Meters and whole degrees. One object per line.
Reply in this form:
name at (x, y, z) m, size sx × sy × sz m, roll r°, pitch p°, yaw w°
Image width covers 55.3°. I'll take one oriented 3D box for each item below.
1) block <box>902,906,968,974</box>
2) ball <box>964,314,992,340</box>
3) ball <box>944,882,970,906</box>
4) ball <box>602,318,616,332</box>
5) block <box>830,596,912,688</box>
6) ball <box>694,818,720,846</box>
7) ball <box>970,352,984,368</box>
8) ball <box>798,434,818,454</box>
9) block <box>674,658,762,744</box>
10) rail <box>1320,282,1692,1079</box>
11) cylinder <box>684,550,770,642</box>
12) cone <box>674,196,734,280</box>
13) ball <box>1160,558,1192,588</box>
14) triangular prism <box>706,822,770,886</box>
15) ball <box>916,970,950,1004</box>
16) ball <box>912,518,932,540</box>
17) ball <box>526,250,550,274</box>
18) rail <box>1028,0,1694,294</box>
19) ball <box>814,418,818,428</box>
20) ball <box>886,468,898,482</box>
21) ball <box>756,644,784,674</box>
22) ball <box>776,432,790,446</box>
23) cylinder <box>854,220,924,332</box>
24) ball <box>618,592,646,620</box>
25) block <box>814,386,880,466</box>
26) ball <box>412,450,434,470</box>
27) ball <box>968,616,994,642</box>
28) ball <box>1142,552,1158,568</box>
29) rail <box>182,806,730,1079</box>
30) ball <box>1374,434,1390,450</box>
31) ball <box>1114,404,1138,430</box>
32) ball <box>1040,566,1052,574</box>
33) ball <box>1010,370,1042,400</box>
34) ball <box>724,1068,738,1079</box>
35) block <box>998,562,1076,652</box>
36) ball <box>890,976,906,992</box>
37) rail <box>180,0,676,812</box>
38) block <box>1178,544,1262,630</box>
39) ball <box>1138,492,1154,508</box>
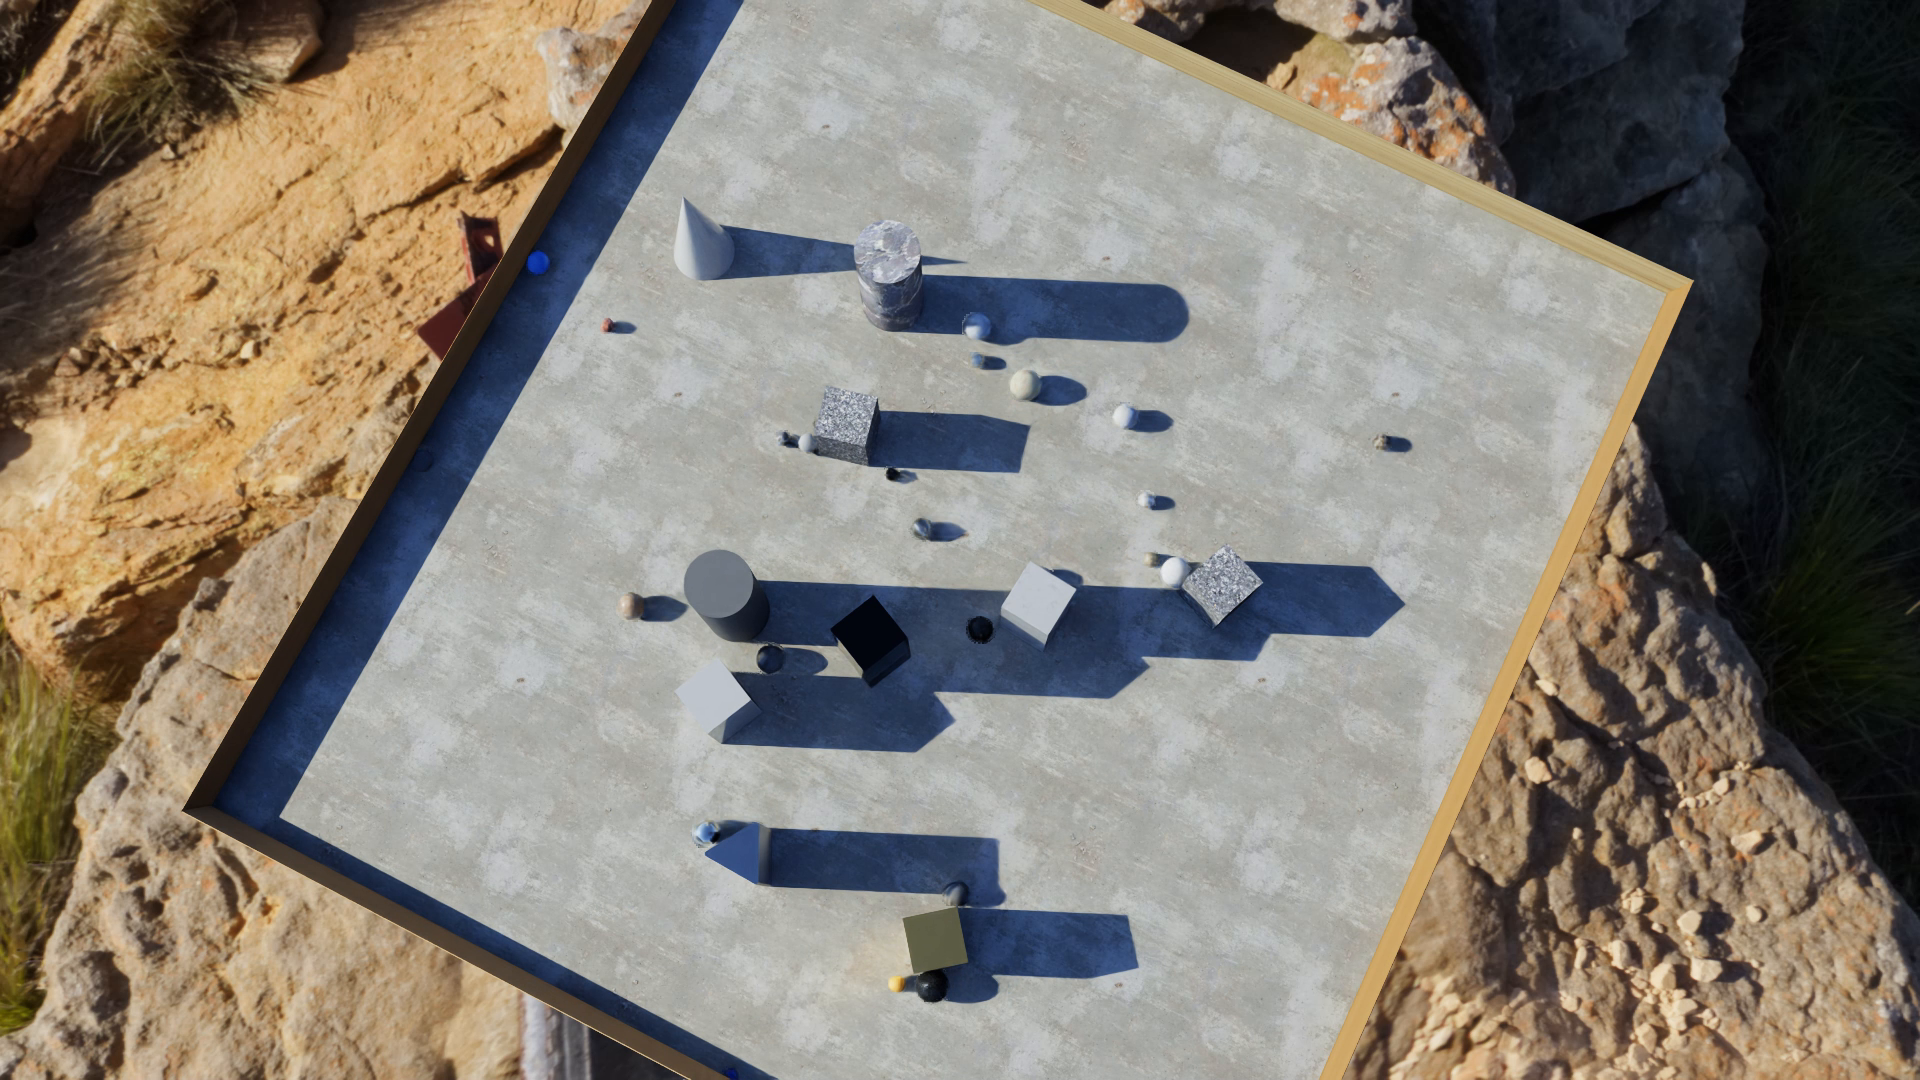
block at (-0.069, 1.143, 5.243) m, size 0.156 × 0.269 × 0.156 m, roll -11°, pitch 79°, yaw -2°
ball at (0.056, -0.664, 5.711) m, size 0.084 × 0.084 × 0.084 m, roll 0°, pitch 78°, yaw 0°
ball at (-0.009, 1.036, 5.364) m, size 0.075 × 0.075 × 0.075 m, roll 0°, pitch 78°, yaw 0°
ball at (-1.101, -0.671, 5.733) m, size 0.043 × 0.043 × 0.043 m, roll 0°, pitch 78°, yaw 0°
block at (-0.257, 0.302, 5.356) m, size 0.156 × 0.387 × 0.156 m, roll -38°, pitch 81°, yaw -7°
ball at (-0.745, 0.862, 5.397) m, size 0.081 × 0.081 × 0.081 m, roll 0°, pitch 78°, yaw 0°
ball at (0.054, -0.559, 5.708) m, size 0.048 × 0.048 × 0.048 m, roll 0°, pitch 78°, yaw 0°
ball at (-0.469, -0.297, 5.647) m, size 0.060 × 0.060 × 0.060 m, roll 0°, pitch 78°, yaw 0°
block at (-0.703, 0.473, 5.359) m, size 0.156 × 0.312 × 0.156 m, roll -38°, pitch 81°, yaw -7°
rail at (1.466, 0.725, 5.401) m, size 0.045 × 0.127 × 3.477 m, roll 26°, pitch 80°, yaw 5°
cylinder at (-0.675, 0.168, 5.347) m, size 0.195 × 0.459 × 0.195 m, roll 0°, pitch 78°, yaw 0°
cone at (-0.810, -0.960, 5.583) m, size 0.195 × 0.455 × 0.195 m, roll 0°, pitch 78°, yaw 0°
ball at (0.654, 0.098, 5.550) m, size 0.091 × 0.091 × 0.091 m, roll 0°, pitch 78°, yaw 0°
triangular prism at (-0.598, 0.882, 5.250) m, size 0.169 × 0.361 × 0.146 m, roll 29°, pitch 80°, yaw 6°
ball at (-0.078, 1.290, 5.300) m, size 0.097 × 0.097 × 0.097 m, roll 0°, pitch 78°, yaw 0°
ball at (-0.116, -0.035, 5.590) m, size 0.066 × 0.066 × 0.066 m, roll 0°, pitch 78°, yaw 0°
ball at (-1.325, -0.872, 5.760) m, size 0.073 × 0.073 × 0.073 m, roll 0°, pitch 78°, yaw 0°
rail at (0.767, -1.495, 5.860) m, size 3.326 × 0.127 × 0.045 m, roll 26°, pitch 80°, yaw 5°
ball at (-0.433, -0.359, 5.669) m, size 0.043 × 0.043 × 0.043 m, roll 0°, pitch 78°, yaw 0°
ball at (-0.209, -0.201, 5.637) m, size 0.041 × 0.041 × 0.041 m, roll 0°, pitch 78°, yaw 0°
ball at (-0.569, 0.357, 5.499) m, size 0.086 × 0.086 × 0.086 m, roll 0°, pitch 78°, yaw 0°
ball at (-0.548, -0.311, 5.658) m, size 0.045 × 0.045 × 0.045 m, roll 0°, pitch 78°, yaw 0°
cylinder at (-0.211, -0.794, 5.552) m, size 0.195 × 0.448 × 0.195 m, roll 0°, pitch 78°, yaw 0°
ball at (-0.992, 0.200, 5.533) m, size 0.082 × 0.082 × 0.082 m, roll 0°, pitch 78°, yaw 0°
block at (-0.339, -0.343, 5.560) m, size 0.156 × 0.249 × 0.156 m, roll 13°, pitch 79°, yaw 3°
ball at (-1.652, -0.246, 5.634) m, size 0.066 × 0.066 × 0.066 m, roll 0°, pitch 78°, yaw 0°
ball at (0.063, 0.269, 5.522) m, size 0.076 × 0.076 × 0.076 m, roll 0°, pitch 78°, yaw 0°
ball at (0.580, 0.059, 5.581) m, size 0.047 × 0.047 × 0.047 m, roll 0°, pitch 78°, yaw 0°
rail at (-0.767, 1.509, 5.239) m, size 3.326 × 0.127 × 0.045 m, roll 26°, pitch 80°, yaw 5°
ball at (1.301, -0.302, 5.652) m, size 0.052 × 0.052 × 0.052 m, roll 0°, pitch 78°, yaw 0°
ball at (0.511, -0.380, 5.656) m, size 0.077 × 0.077 × 0.077 m, roll 0°, pitch 78°, yaw 0°
ball at (0.250, 0.115, 5.559) m, size 0.067 × 0.067 × 0.067 m, roll 0°, pitch 78°, yaw 0°
ball at (0.204, -0.479, 5.666) m, size 0.098 × 0.098 × 0.098 m, roll 0°, pitch 78°, yaw 0°
ball at (-0.660, 1.544, 5.274) m, size 0.045 × 0.045 × 0.045 m, roll 0°, pitch 78°, yaw 0°
block at (0.226, 0.200, 5.400) m, size 0.156 × 0.343 × 0.156 m, roll 31°, pitch 80°, yaw 6°
ball at (-0.181, 1.291, 5.324) m, size 0.049 × 0.049 × 0.049 m, roll 0°, pitch 78°, yaw 0°
rail at (-1.466, -0.711, 5.698) m, size 0.045 × 0.127 × 3.477 m, roll 26°, pitch 80°, yaw 5°
block at (0.772, 0.142, 5.457) m, size 0.156 × 0.255 × 0.156 m, roll -41°, pitch 81°, yaw -8°
ball at (0.570, -0.122, 5.617) m, size 0.048 × 0.048 × 0.048 m, roll 0°, pitch 78°, yaw 0°
